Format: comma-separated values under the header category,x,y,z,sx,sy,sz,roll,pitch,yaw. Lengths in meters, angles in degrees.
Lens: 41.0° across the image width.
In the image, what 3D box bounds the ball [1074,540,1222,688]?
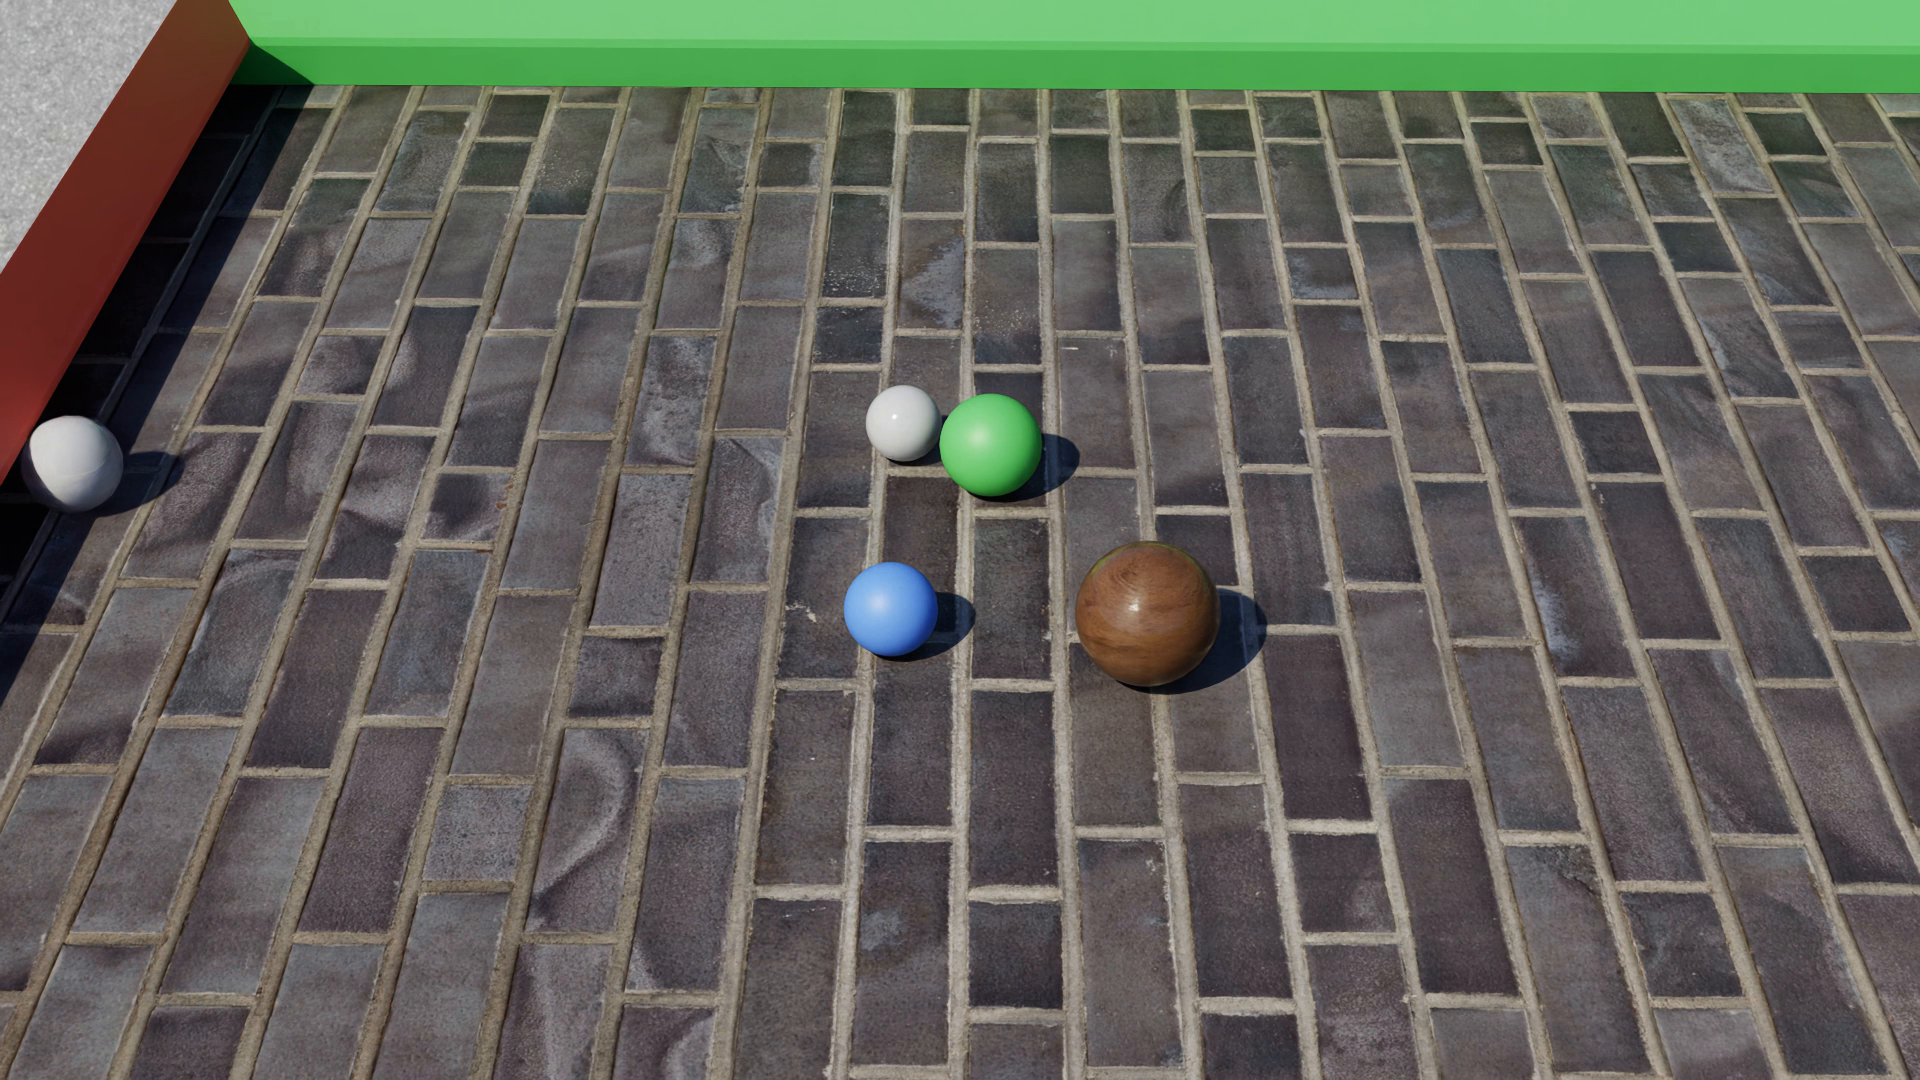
category,x,y,z,sx,sy,sz,roll,pitch,yaw
ball,0.126,0.049,1.715,0.098,0.098,0.098,0,35,0

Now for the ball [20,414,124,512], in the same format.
category,x,y,z,sx,sy,sz,roll,pitch,yaw
ball,-0.653,-0.056,1.887,0.072,0.072,0.072,0,35,0

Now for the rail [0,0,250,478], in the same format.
category,x,y,z,sx,sy,sz,roll,pitch,yaw
rail,-0.703,-0.028,1.797,0.045,0.128,1.629,0,35,1

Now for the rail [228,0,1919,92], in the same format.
category,x,y,z,sx,sy,sz,roll,pitch,yaw
rail,0.737,-0.474,2.428,2.907,0.128,0.045,0,35,1

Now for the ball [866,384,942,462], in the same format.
category,x,y,z,sx,sy,sz,roll,pitch,yaw
ball,-0.043,-0.088,1.945,0.058,0.058,0.058,0,35,0

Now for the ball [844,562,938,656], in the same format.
category,x,y,z,sx,sy,sz,roll,pitch,yaw
ball,-0.047,0.047,1.747,0.065,0.065,0.065,0,35,0

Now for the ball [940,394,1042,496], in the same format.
category,x,y,z,sx,sy,sz,roll,pitch,yaw
ball,0.023,-0.070,1.904,0.077,0.077,0.077,0,35,0
